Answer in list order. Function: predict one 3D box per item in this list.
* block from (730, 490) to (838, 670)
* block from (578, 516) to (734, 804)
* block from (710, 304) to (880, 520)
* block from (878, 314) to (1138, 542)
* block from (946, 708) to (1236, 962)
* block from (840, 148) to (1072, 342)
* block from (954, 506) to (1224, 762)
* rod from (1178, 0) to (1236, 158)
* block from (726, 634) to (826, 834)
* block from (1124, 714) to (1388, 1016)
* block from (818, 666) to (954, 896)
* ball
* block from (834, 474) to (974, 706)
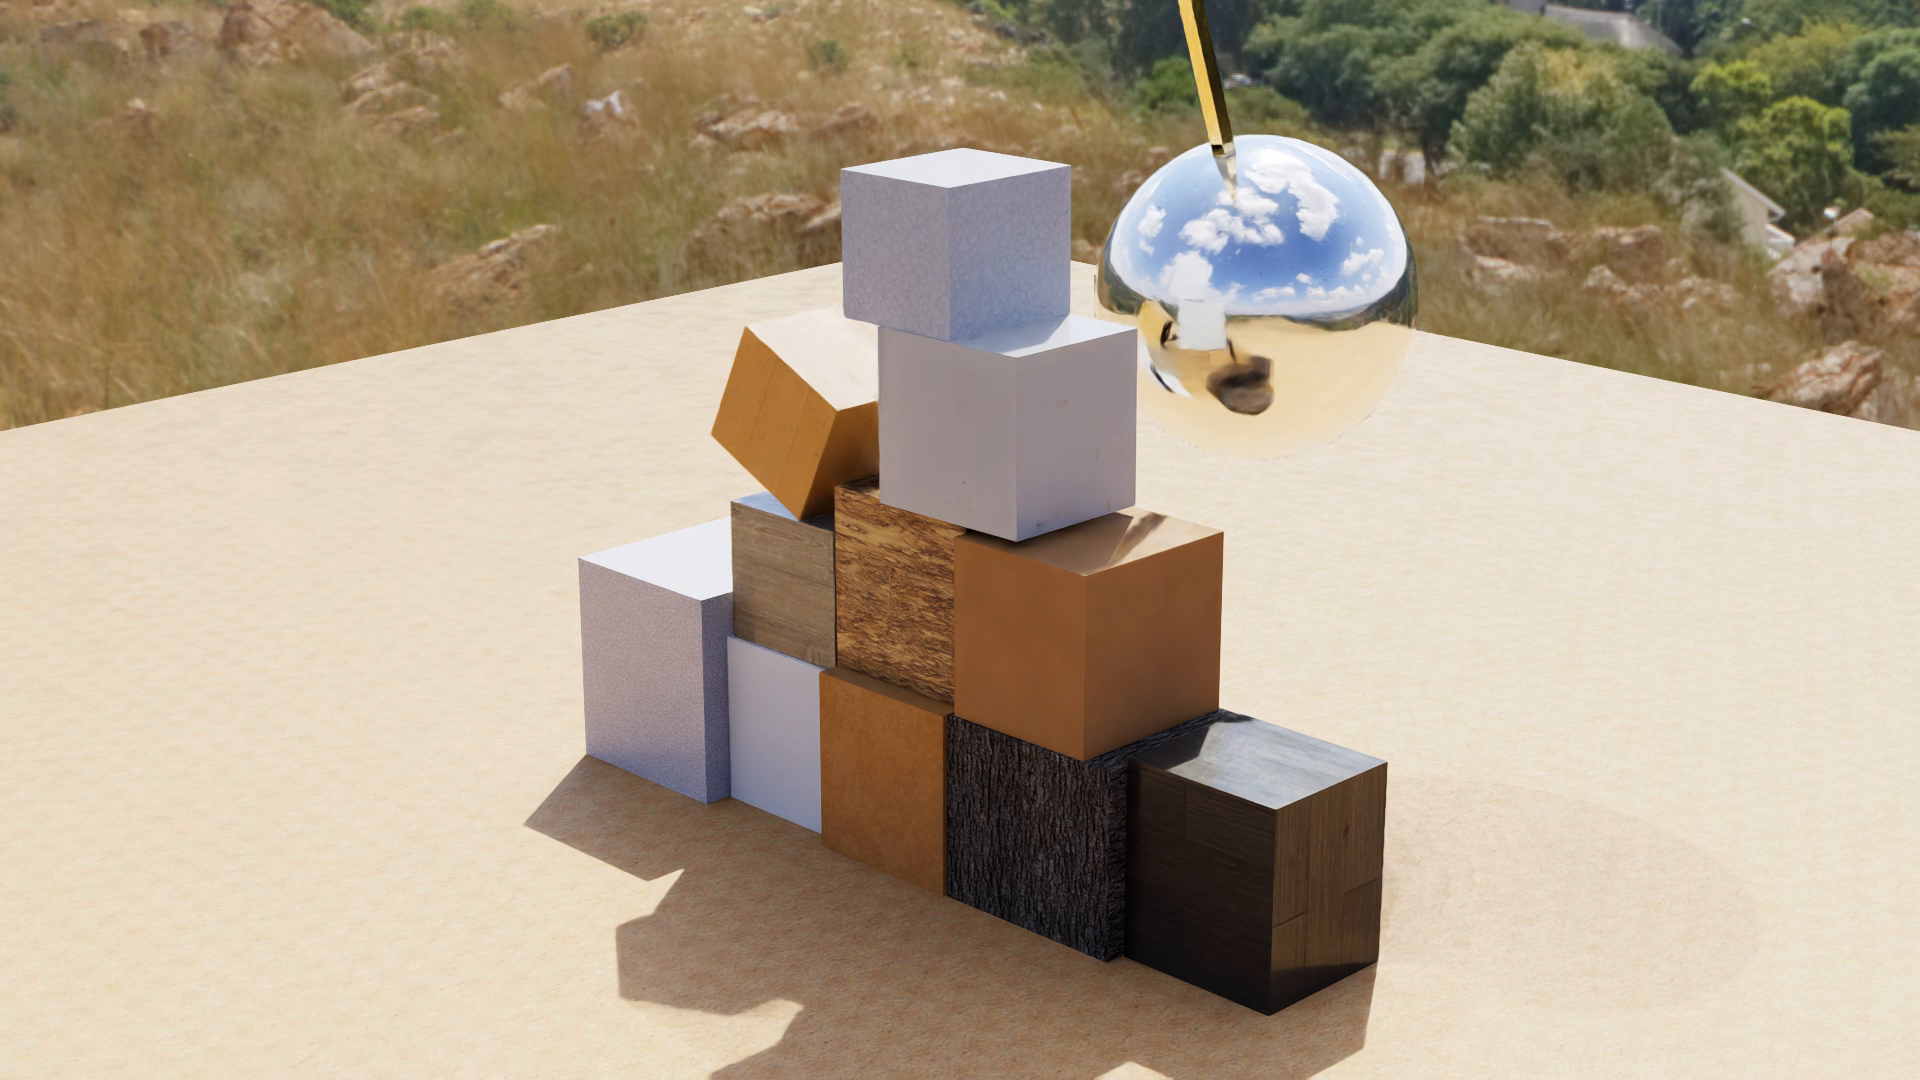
[{"bbox_3d":[-0.593,0.142,13.984,0.681,0.682,0.721,-17,24,-42],"label":"block"},{"bbox_3d":[-1.197,0.576,14.771,1.042,1.045,0.945,-17,24,-42],"label":"block"},{"bbox_3d":[-0.638,-0.610,13.790,0.654,0.639,0.686,-17,49,-42],"label":"block"},{"bbox_3d":[0.209,-0.545,12.924,0.847,0.806,0.760,16,24,43],"label":"block"},{"bbox_3d":[0.612,1.196,13.081,0.921,0.875,0.973,-17,24,-42],"label":"block"},{"bbox_3d":[-0.015,-1.316,12.936,0.671,0.664,0.756,16,24,43],"label":"block"},{"bbox_3d":[0.563,0.369,12.872,0.889,0.828,0.775,-17,24,-42],"label":"block"},{"bbox_3d":[0.636,-3.995,12.753,0.080,5.200,0.080,17,44,42],"label":"rod"},{"bbox_3d":[-0.589,0.859,14.225,0.753,0.831,0.751,-17,24,-42],"label":"block"},{"bbox_3d":[1.253,1.362,12.474,0.740,0.921,0.802,-17,24,-42],"label":"block"},{"bbox_3d":[-0.032,1.009,13.684,0.937,0.868,0.811,-17,24,-42],"label":"block"},{"bbox_3d":[1.467,-1.200,14.502,1.600,1.600,1.600,0,17,0],"label":"ball"},{"bbox_3d":[-0.017,0.178,13.426,0.845,0.867,0.718,16,24,43],"label":"block"}]
